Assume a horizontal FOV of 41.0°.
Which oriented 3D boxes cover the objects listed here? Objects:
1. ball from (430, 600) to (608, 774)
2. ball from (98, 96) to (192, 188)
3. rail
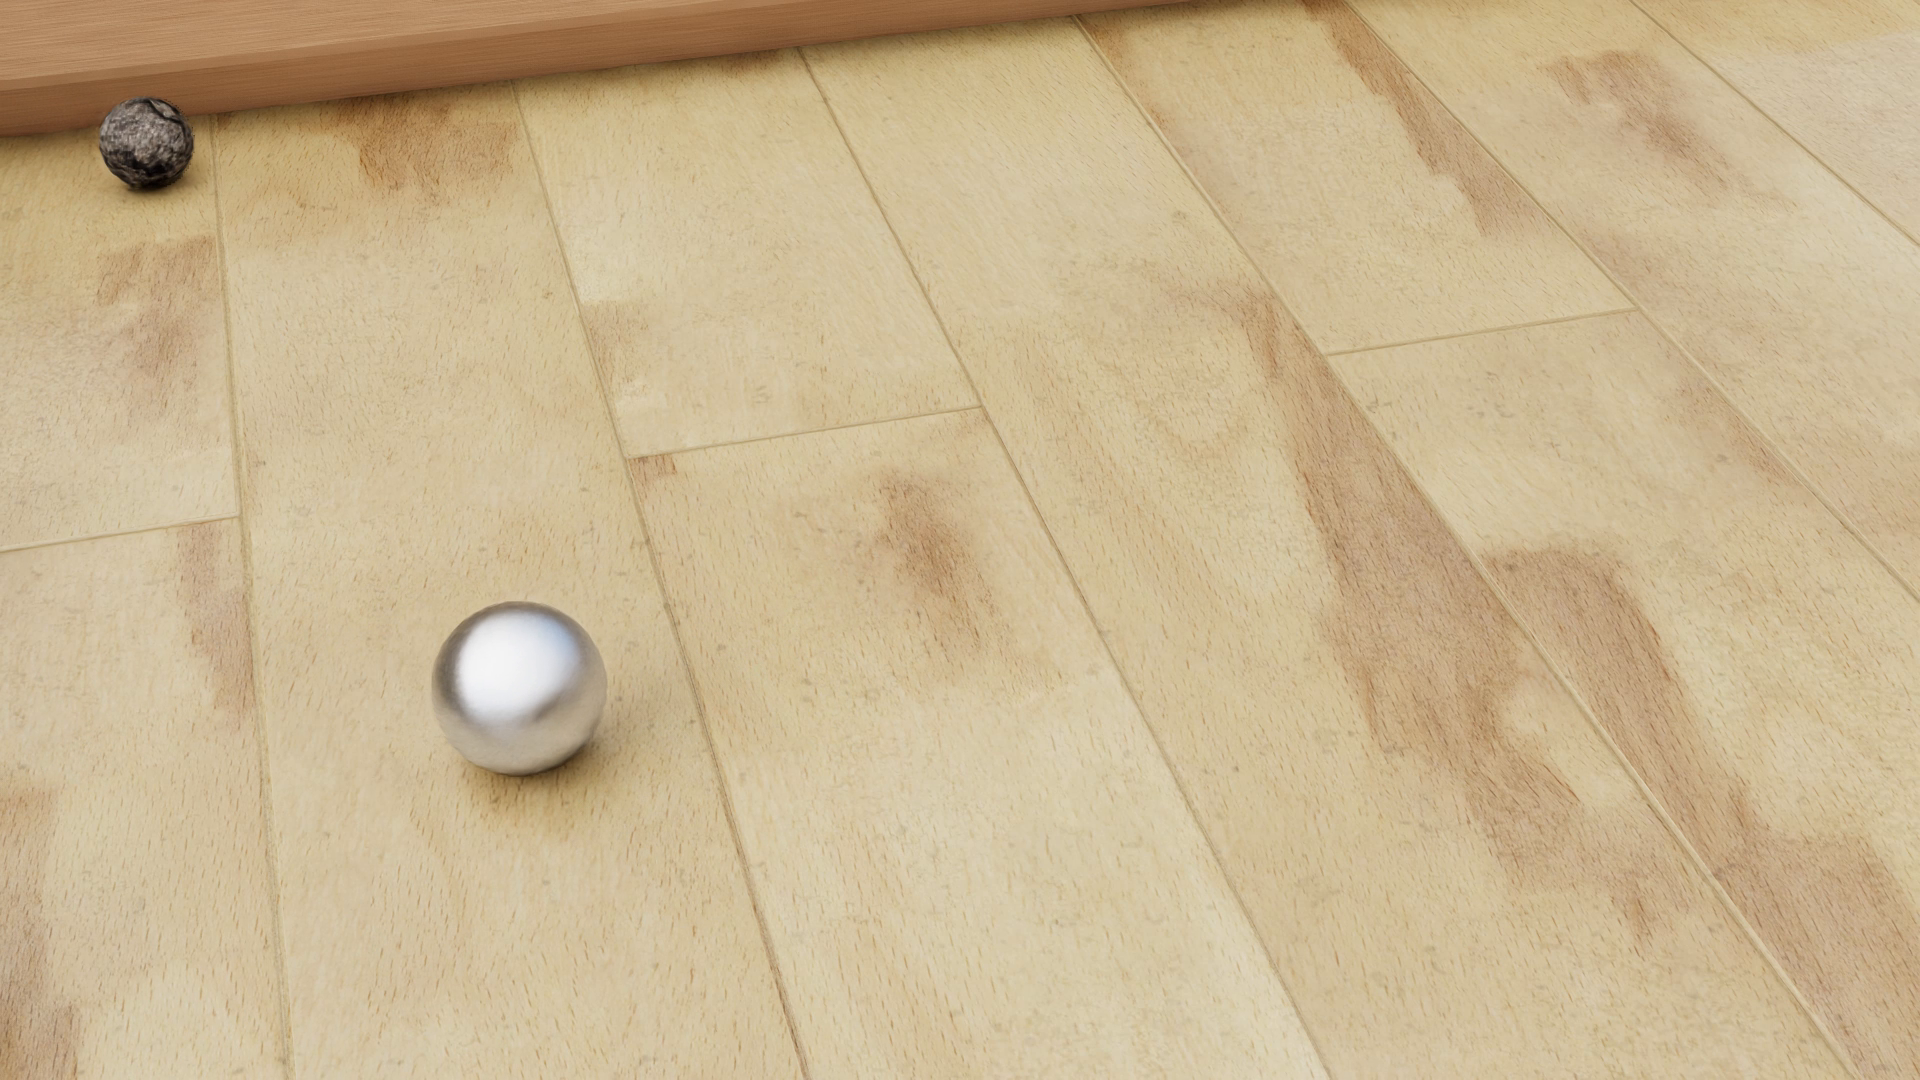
[{"bbox_3d":[-0.248,0.083,1.445,0.098,0.098,0.098,0,36,0],"label":"ball"},{"bbox_3d":[-0.641,-0.313,2.021,0.071,0.071,0.071,0,36,0],"label":"ball"},{"bbox_3d":[0.461,-0.568,2.326,2.761,0.128,0.045,-9,37,-12],"label":"rail"}]
